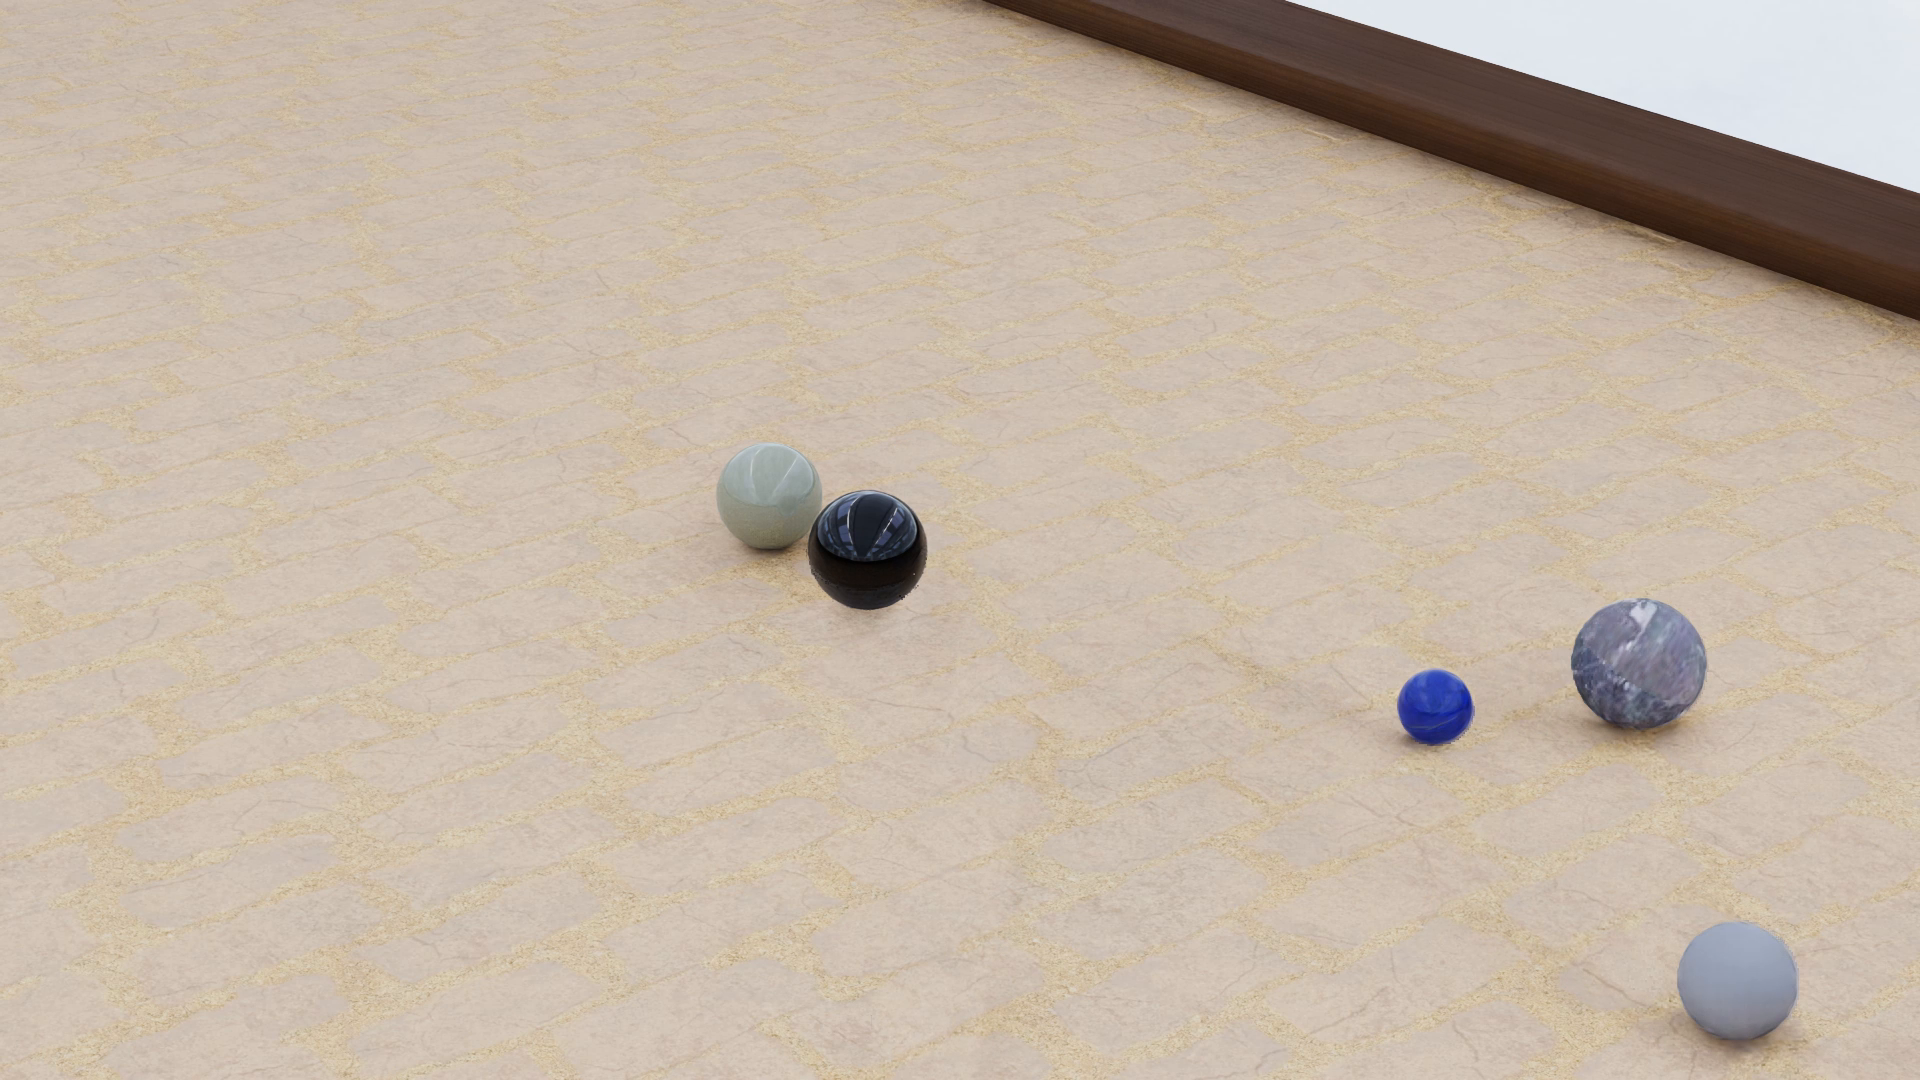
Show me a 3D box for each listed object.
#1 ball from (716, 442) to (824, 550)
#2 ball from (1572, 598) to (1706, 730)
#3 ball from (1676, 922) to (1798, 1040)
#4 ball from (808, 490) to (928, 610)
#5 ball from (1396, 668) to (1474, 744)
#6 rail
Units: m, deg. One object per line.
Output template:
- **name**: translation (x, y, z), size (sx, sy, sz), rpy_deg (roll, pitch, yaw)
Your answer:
- **ball**: translation (-0.142, -0.033, 2.200), size (0.080, 0.080, 0.080), rpy_deg (0, 25, 0)
- **ball**: translation (0.449, 0.082, 1.946), size (0.087, 0.087, 0.087), rpy_deg (0, 25, 0)
- **ball**: translation (0.430, 0.244, 1.627), size (0.065, 0.065, 0.065), rpy_deg (0, 25, 0)
- **ball**: translation (-0.066, 0.007, 2.107), size (0.086, 0.086, 0.086), rpy_deg (0, 25, 0)
- **ball**: translation (0.312, 0.109, 1.932), size (0.050, 0.050, 0.050), rpy_deg (0, 25, 0)
- **rail**: translation (0.201, -0.609, 3.387), size (0.045, 0.113, 3.961), rpy_deg (-18, 30, -33)
